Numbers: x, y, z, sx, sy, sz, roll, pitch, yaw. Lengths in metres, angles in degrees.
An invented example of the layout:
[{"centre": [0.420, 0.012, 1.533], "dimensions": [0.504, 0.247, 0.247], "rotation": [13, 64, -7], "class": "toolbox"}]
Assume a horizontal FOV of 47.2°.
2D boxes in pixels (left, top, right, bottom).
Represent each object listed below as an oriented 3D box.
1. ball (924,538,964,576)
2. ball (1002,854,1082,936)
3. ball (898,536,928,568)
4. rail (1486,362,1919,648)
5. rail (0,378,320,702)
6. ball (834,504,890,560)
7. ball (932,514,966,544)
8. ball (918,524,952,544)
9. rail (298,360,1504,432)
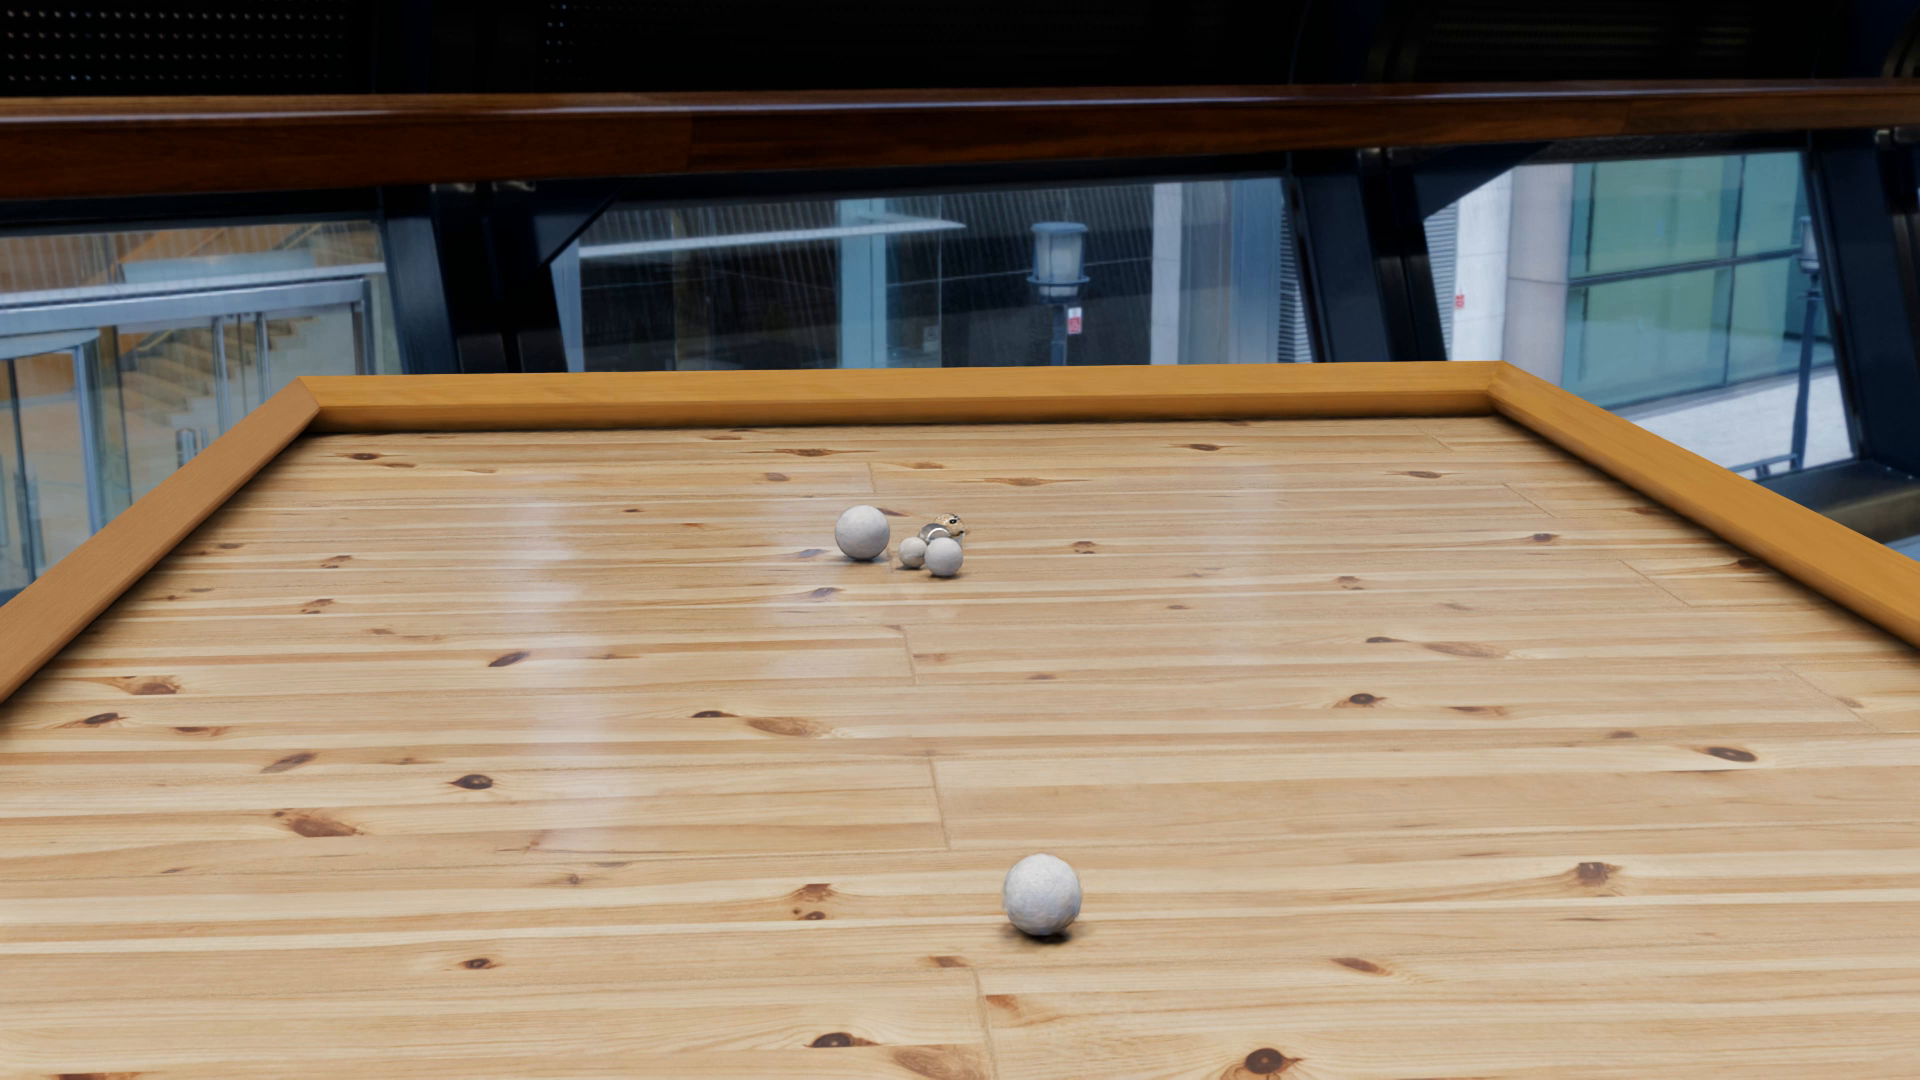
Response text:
[{"centre": [-0.022, 0.023, 2.928], "dimensions": [0.053, 0.053, 0.053], "rotation": [0, 14, 0], "class": "ball"}, {"centre": [0.067, 0.290, 1.798], "dimensions": [0.066, 0.066, 0.066], "rotation": [0, 14, 0], "class": "ball"}, {"centre": [-0.063, 0.017, 2.974], "dimensions": [0.042, 0.042, 0.042], "rotation": [0, 14, 0], "class": "ball"}, {"centre": [1.153, 0.197, 2.107], "dimensions": [0.045, 0.099, 4.096], "rotation": [-1, 14, -5], "class": "rail"}, {"centre": [-0.986, 0.238, 1.937], "dimensions": [0.045, 0.099, 4.096], "rotation": [-1, 14, -5], "class": "rail"}, {"centre": [-0.134, -0.010, 3.013], "dimensions": [0.076, 0.076, 0.076], "rotation": [0, 14, 0], "class": "ball"}, {"centre": [-0.016, -0.014, 3.088], "dimensions": [0.048, 0.048, 0.048], "rotation": [0, 14, 0], "class": "ball"}, {"centre": [-0.035, 0.001, 3.026], "dimensions": [0.049, 0.049, 0.049], "rotation": [0, 14, 0], "class": "ball"}, {"centre": [-0.082, -0.258, 3.983], "dimensions": [2.194, 0.099, 0.045], "rotation": [-1, 14, -5], "class": "rail"}]
